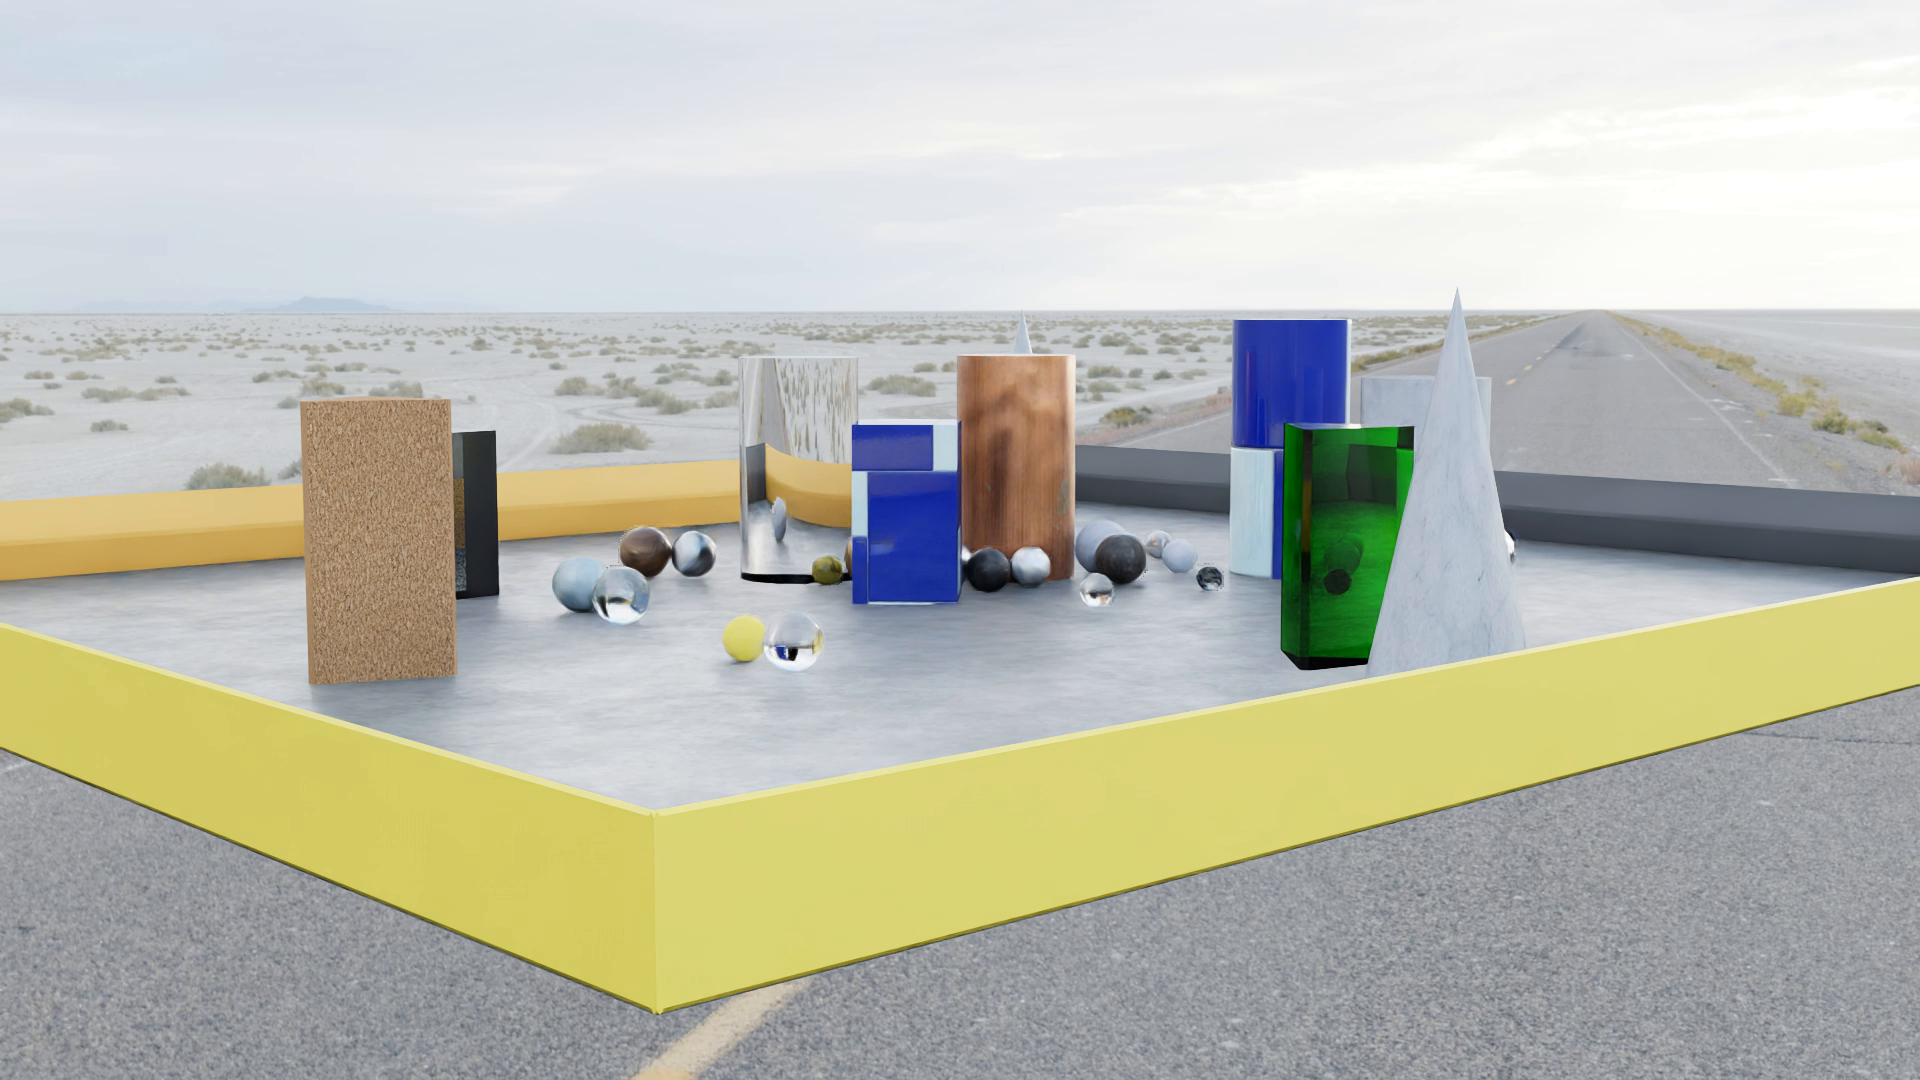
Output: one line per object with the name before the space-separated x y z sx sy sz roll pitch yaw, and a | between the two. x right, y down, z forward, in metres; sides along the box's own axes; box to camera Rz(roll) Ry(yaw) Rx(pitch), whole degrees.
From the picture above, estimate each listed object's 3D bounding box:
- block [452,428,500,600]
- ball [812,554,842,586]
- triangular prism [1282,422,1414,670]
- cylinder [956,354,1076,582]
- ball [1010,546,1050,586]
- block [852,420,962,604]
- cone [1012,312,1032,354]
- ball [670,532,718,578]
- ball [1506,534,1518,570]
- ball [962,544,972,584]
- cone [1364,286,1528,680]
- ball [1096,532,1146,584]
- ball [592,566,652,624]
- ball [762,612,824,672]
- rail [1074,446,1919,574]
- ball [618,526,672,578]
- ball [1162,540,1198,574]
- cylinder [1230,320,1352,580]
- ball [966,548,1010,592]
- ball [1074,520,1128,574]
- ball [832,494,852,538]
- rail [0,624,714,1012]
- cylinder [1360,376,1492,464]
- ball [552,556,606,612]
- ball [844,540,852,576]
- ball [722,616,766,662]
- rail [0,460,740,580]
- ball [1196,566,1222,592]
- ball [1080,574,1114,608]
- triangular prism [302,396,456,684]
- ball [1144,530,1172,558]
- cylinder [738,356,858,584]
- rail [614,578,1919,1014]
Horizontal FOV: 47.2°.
block | -0.838 -0.042 3.444 0.160 0.259 0.160 5 8 42
ball | -0.216 0.049 3.577 0.051 0.051 0.051 0 6 0
triangular prism | 0.464 0.002 2.826 0.173 0.300 0.150 -3 7 -30
cylinder | 0.094 -0.126 3.704 0.200 0.372 0.200 0 6 0
ball | 0.114 0.042 3.565 0.066 0.066 0.066 0 6 0
block | -0.081 -0.046 3.416 0.160 0.274 0.160 0 6 3
cone | 0.115 -0.206 4.091 0.200 0.451 0.200 0 6 0
ball | -0.443 0.024 3.663 0.077 0.077 0.077 0 6 0
ball | 0.863 0.024 3.599 0.095 0.095 0.095 0 6 0
ball | -0.017 0.039 3.542 0.078 0.078 0.078 0 6 0
cone | 0.552 -0.048 2.462 0.200 0.474 0.200 0 6 0
ball | 0.263 0.030 3.596 0.085 0.085 0.085 0 6 0
ball | -0.482 0.079 3.132 0.083 0.083 0.083 0 6 0
ball | -0.207 0.126 2.722 0.075 0.075 0.075 0 6 0
rail | 1.061 -0.068 4.305 0.045 0.130 2.613 -5 8 -42
ball | -0.527 0.020 3.681 0.087 0.087 0.087 0 6 0
ball | 0.374 0.028 3.739 0.059 0.059 0.059 0 6 0
cylinder | 0.561 -0.159 3.737 0.200 0.431 0.200 0 6 0
ball | 0.045 0.048 3.492 0.071 0.071 0.071 0 6 0
ball | 0.241 0.013 3.704 0.096 0.096 0.096 0 6 0
ball | -0.210 -0.047 4.327 0.086 0.086 0.086 0 6 0
rail | -1.061 0.135 2.358 0.045 0.130 2.613 -5 8 -42
cylinder | 0.727 -0.084 3.449 0.200 0.342 0.200 0 6 0
ball | -0.563 0.065 3.265 0.083 0.083 0.083 0 6 0
ball | -0.139 0.029 3.556 0.096 0.096 0.096 0 6 0
ball | -0.273 0.126 2.802 0.059 0.059 0.059 0 6 0
rail | -0.870 -0.064 4.270 2.935 0.130 0.045 -5 8 -42
ball | 0.398 0.061 3.509 0.041 0.041 0.041 0 6 0
ball | 0.206 0.076 3.310 0.052 0.052 0.052 0 6 0
triangular prism | -0.727 -0.006 2.718 0.173 0.338 0.150 -3 6 -23
ball | 0.359 0.009 3.964 0.051 0.051 0.051 0 6 0
cylinder | -0.269 -0.121 3.680 0.200 0.368 0.200 0 6 0
rail | 0.870 0.131 2.394 2.935 0.130 0.045 -5 8 -42
